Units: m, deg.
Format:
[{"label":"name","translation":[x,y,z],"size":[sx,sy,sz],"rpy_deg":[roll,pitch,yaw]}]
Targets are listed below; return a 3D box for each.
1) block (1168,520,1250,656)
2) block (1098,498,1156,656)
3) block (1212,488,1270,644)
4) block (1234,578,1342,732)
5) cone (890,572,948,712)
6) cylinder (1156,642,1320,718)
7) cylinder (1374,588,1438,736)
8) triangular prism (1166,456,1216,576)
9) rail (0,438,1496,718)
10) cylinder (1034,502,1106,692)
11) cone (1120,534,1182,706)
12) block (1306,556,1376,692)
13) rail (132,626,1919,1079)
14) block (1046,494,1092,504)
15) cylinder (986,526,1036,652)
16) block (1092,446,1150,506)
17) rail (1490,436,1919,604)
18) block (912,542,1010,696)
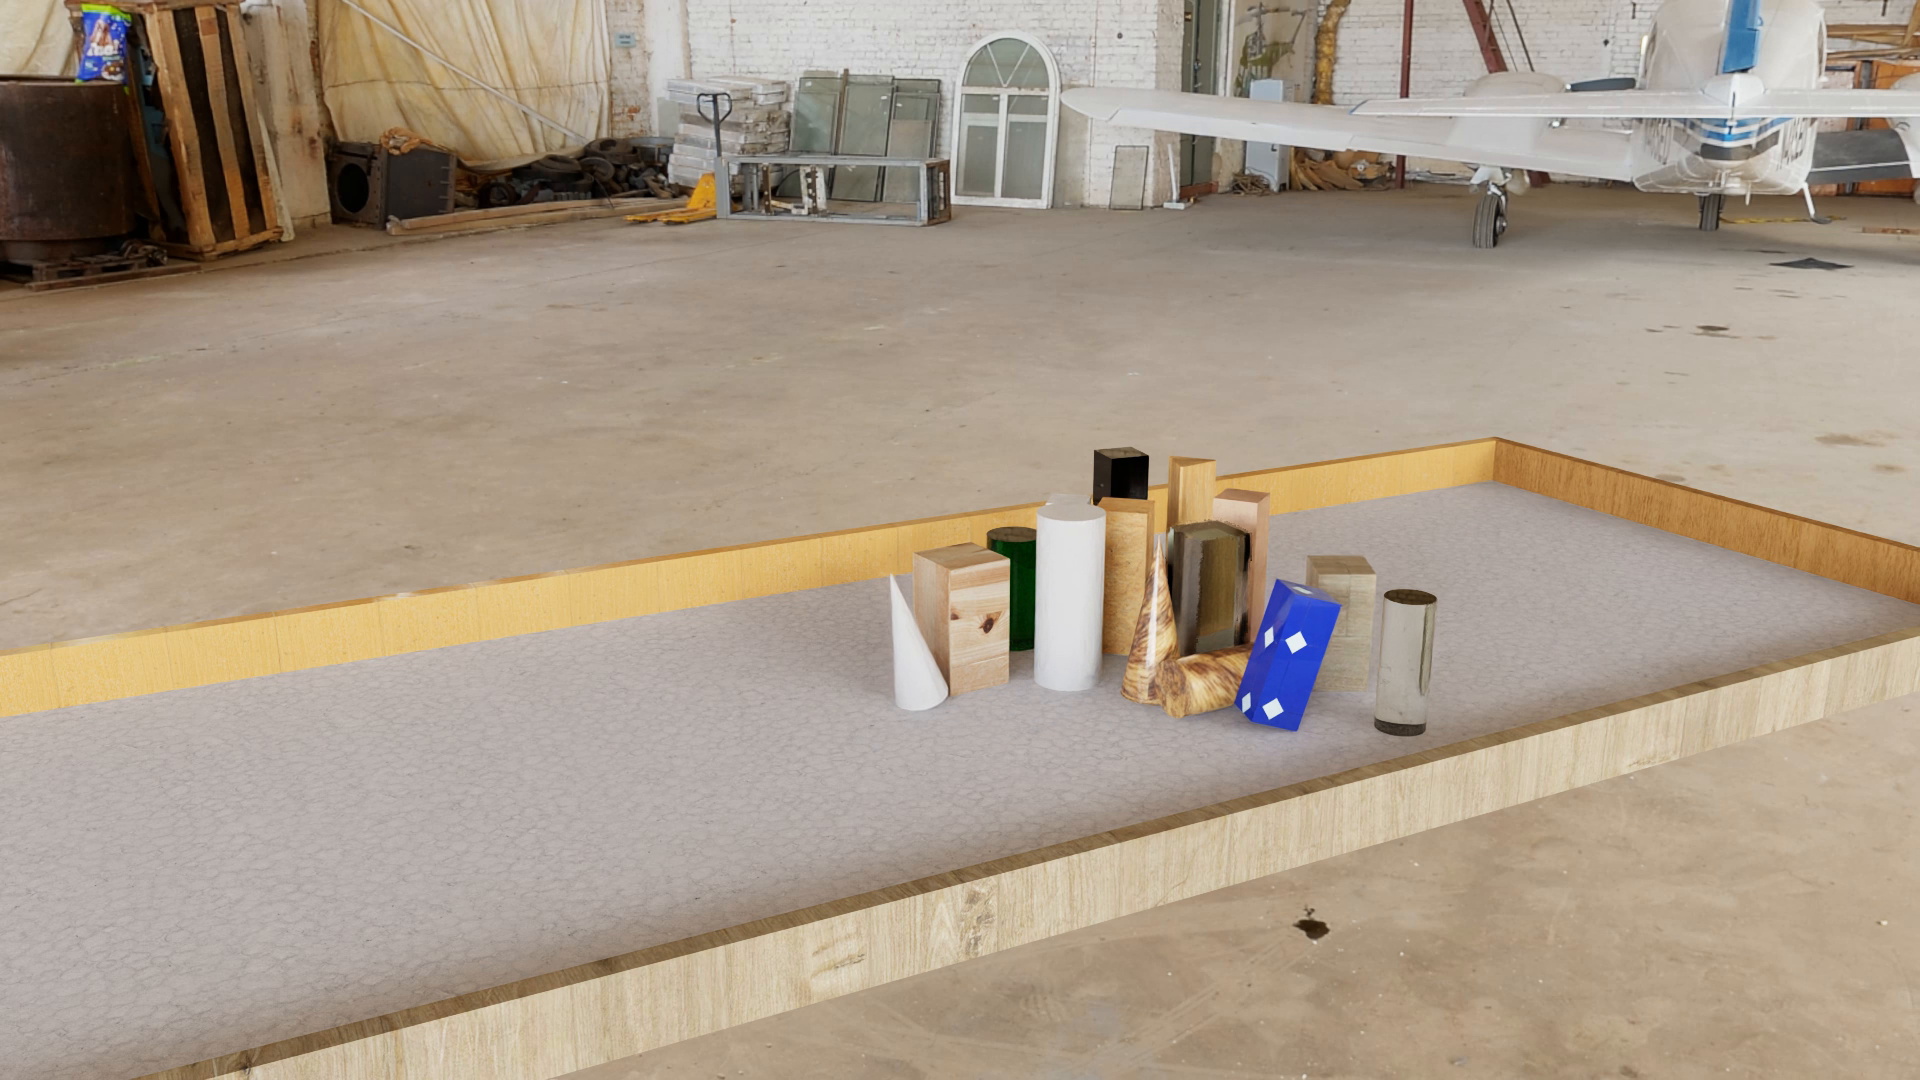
[{"label":"block","translation":[0.611,0.165,4.099],"size":[0.141,0.392,0.141],"rpy_deg":[-8,18,-25]},{"label":"block","translation":[0.429,0.095,4.344],"size":[0.139,0.387,0.139],"rpy_deg":[4,17,14]},{"label":"block","translation":[0.732,0.084,4.334],"size":[0.117,0.415,0.117],"rpy_deg":[8,18,25]},{"label":"block","translation":[0.762,0.268,3.844],"size":[0.118,0.318,0.118],"rpy_deg":[13,13,-14]},{"label":"cone","translation":[-0.128,0.224,3.922],"size":[0.133,0.355,0.133],"rpy_deg":[-10,28,5]},{"label":"cylinder","translation":[0.674,0.327,3.997],"size":[0.391,0.139,0.139],"rpy_deg":[-9,19,-28]},{"label":"cylinder","translation":[1.031,0.284,3.821],"size":[0.118,0.320,0.118],"rpy_deg":[0,16,0]},{"label":"triangular prism","translation":[0.615,-0.005,4.580],"size":[0.130,0.447,0.113],"rpy_deg":[-12,20,-35]},{"label":"rail","translation":[-3.305,0.497,3.399],"size":[12.000,0.150,0.050],"rpy_deg":[-9,18,-27]},{"label":"cylinder","translation":[0.272,0.140,4.100],"size":[0.170,0.437,0.170],"rpy_deg":[0,17,0]},{"label":"cone","translation":[0.478,0.180,4.013],"size":[0.165,0.411,0.165],"rpy_deg":[0,16,0]},{"label":"block","translation":[0.935,0.207,4.093],"size":[0.140,0.309,0.140],"rpy_deg":[0,19,0]},{"label":"rail","translation":[-2.336,1.006,1.665],"size":[12.000,0.150,0.050],"rpy_deg":[-9,18,-27]},{"label":"block","translation":[0.300,0.049,4.595],"size":[0.110,0.335,0.110],"rpy_deg":[4,17,12]},{"label":"cylinder","translation":[0.144,0.129,4.384],"size":[0.149,0.301,0.149],"rpy_deg":[0,16,0]},{"label":"block","translation":[0.467,-0.058,4.828],"size":[0.119,0.407,0.119],"rpy_deg":[-6,17,-19]},{"label":"rail","translation":[2.466,-0.048,5.253],"size":[0.050,0.150,2.100],"rpy_deg":[-9,18,-27]},{"label":"block","translation":[0.003,0.194,4.116],"size":[0.173,0.325,0.173],"rpy_deg":[-10,19,-31]}]
